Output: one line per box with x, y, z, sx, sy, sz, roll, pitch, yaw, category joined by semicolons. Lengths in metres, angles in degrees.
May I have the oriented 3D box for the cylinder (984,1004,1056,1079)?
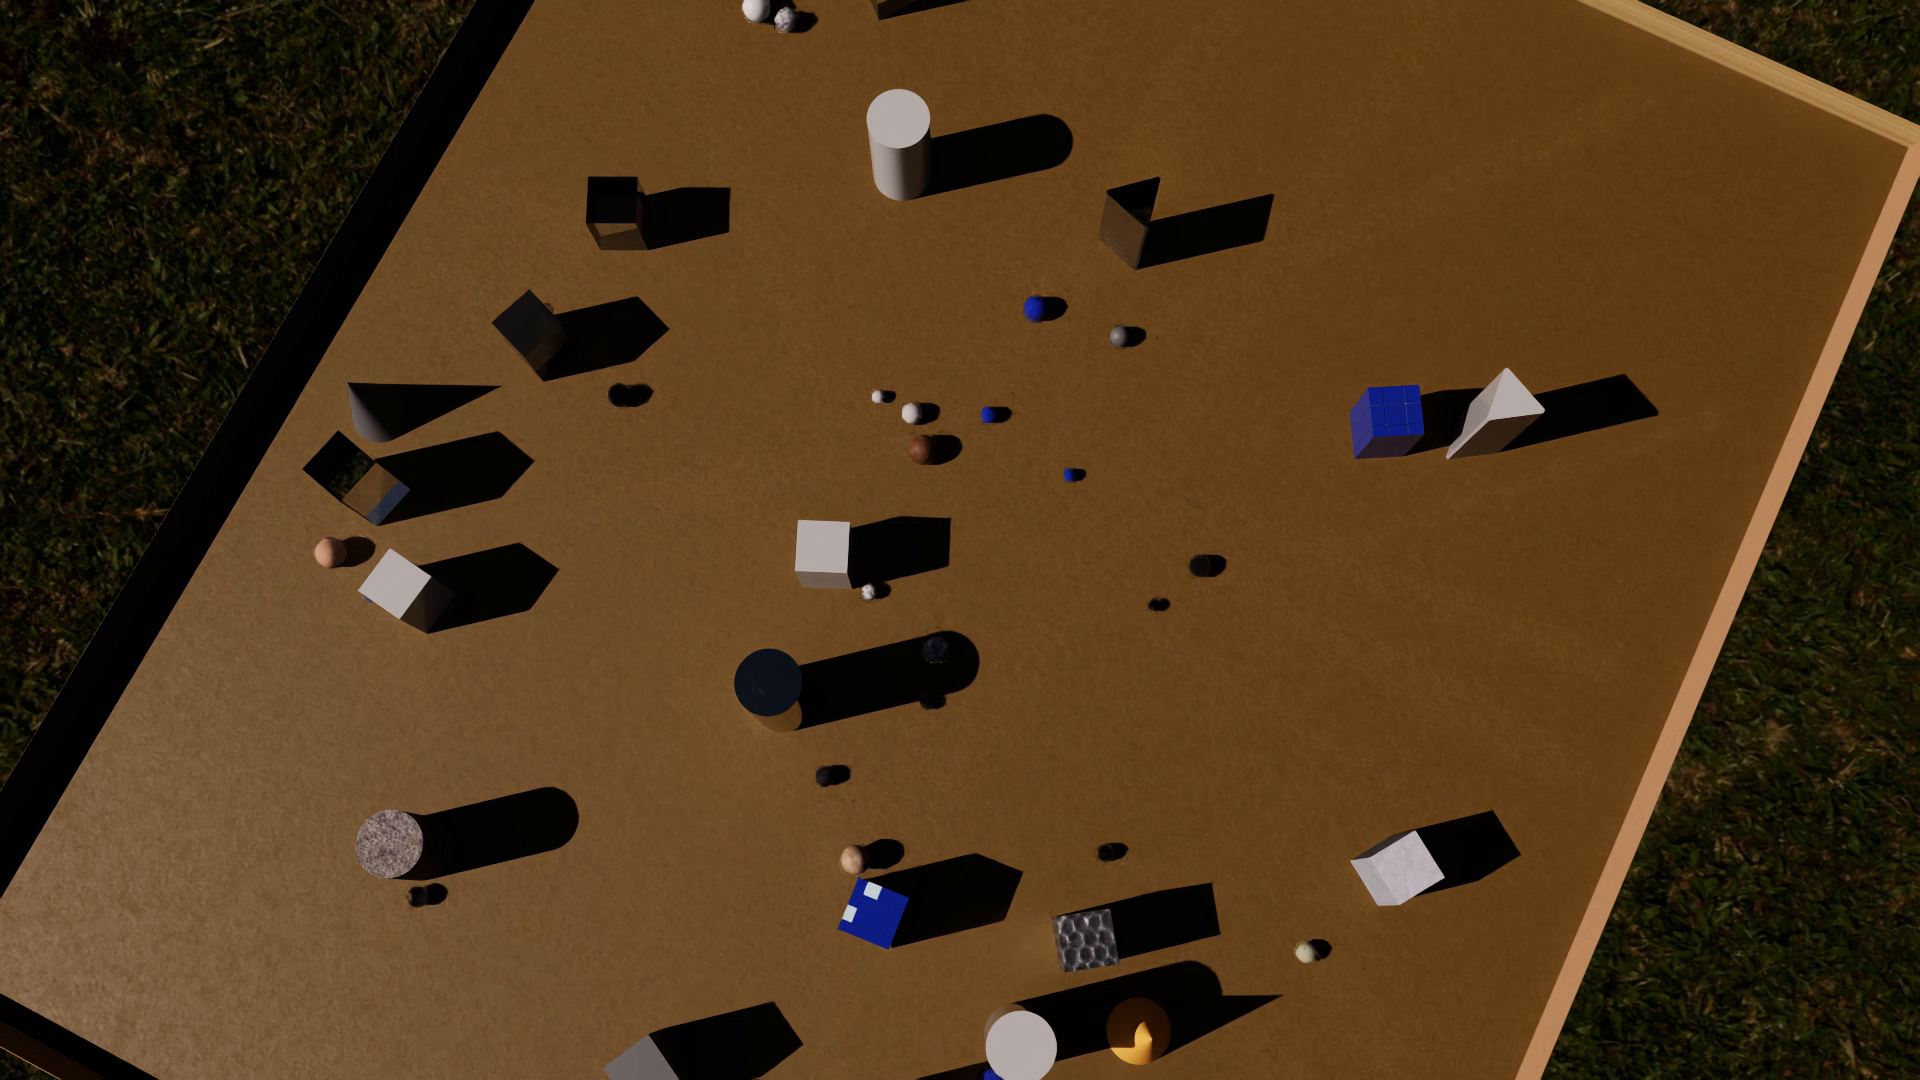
0.163;1.395;5.095;0.190;0.457;0.190;0;78;0;cylinder

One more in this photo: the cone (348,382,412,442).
-1.797;-0.428;5.535;0.190;0.333;0.190;0;78;0;cone

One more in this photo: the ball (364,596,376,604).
-1.767;0.154;5.544;0.079;0.079;0.079;0;78;0;ball

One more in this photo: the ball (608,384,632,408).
-1.053;-0.448;5.672;0.074;0.074;0.074;0;78;0;ball

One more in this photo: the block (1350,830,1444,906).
1.258;0.947;5.282;0.152;0.271;0.152;-30;80;-6;block

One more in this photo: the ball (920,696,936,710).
-0.097;0.489;5.493;0.044;0.044;0.044;0;78;0;ball

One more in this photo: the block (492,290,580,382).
-1.298;-0.624;5.617;0.152;0.253;0.152;-43;82;-8;block

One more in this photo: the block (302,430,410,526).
-1.800;-0.181;5.480;0.152;0.341;0.152;39;81;7;block

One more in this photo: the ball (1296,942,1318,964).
1.010;1.203;5.336;0.061;0.061;0.061;0;78;0;ball

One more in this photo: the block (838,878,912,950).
-0.241;1.069;5.244;0.152;0.297;0.152;21;79;4;block

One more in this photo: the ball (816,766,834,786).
-0.401;0.703;5.441;0.059;0.059;0.059;0;78;0;ball

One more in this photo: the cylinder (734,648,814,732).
-0.531;0.440;5.297;0.190;0.447;0.190;0;78;0;cylinder

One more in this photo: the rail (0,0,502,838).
-1.916;-0.931;5.745;0.045;0.123;5.069;26;80;5;rail

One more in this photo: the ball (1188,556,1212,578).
0.729;0.080;5.565;0.068;0.068;0.068;0;78;0;ball

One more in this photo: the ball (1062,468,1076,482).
0.337;-0.199;5.637;0.041;0.041;0.041;0;78;0;ball

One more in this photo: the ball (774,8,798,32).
-0.562;-1.683;5.926;0.076;0.076;0.076;0;78;0;ball

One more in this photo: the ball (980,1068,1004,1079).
0.098;1.555;5.249;0.089;0.089;0.089;0;78;0;ball

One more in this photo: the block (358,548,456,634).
-1.637;0.154;5.442;0.152;0.278;0.152;33;80;6;block

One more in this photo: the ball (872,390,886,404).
-0.252;-0.445;5.687;0.042;0.042;0.042;0;78;0;ball

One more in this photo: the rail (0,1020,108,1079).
-1.123;2.206;5.096;4.331;0.123;0.045;26;80;5;rail

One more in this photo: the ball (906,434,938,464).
-0.115;-0.278;5.626;0.095;0.095;0.095;0;78;0;ball

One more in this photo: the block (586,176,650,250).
-1.064;-1.016;5.709;0.152;0.230;0.152;0;78;0;block

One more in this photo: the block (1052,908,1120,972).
0.355;1.141;5.231;0.152;0.292;0.152;-9;78;-2;block

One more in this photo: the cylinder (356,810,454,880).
-1.591;0.880;5.267;0.190;0.328;0.190;0;78;0;cylinder

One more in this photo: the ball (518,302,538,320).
-1.352;-0.717;5.735;0.058;0.058;0.058;0;78;0;ball

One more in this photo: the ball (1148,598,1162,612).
0.590;0.198;5.555;0.040;0.040;0.040;0;78;0;ball

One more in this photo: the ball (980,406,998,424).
0.090;-0.388;5.669;0.054;0.054;0.054;0;78;0;ball

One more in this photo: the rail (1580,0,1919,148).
1.123;-2.193;6.006;4.331;0.123;0.045;26;80;5;rail

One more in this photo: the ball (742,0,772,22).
-0.657;-1.722;5.925;0.093;0.093;0.093;0;78;0;ball

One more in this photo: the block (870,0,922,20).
-0.222;-1.816;5.854;0.152;0.271;0.152;-21;79;-4;block

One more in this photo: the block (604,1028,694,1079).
-0.874;1.493;5.162;0.152;0.285;0.152;-36;81;-7;block

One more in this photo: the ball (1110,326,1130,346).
0.498;-0.635;5.714;0.067;0.067;0.067;0;78;0;ball

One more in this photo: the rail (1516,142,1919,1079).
1.916;0.944;5.357;0.045;0.123;5.069;26;80;5;rail

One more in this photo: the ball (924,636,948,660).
-0.071;0.325;5.511;0.074;0.074;0.074;0;78;0;ball

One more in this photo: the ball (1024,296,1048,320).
0.238;-0.725;5.727;0.078;0.078;0.078;0;78;0;ball

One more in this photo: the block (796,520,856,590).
-0.401;0.045;5.472;0.152;0.265;0.152;2;78;0;block

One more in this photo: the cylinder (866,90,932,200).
-0.183;-1.215;5.660;0.190;0.407;0.190;0;78;0;cylinder

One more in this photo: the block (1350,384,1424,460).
1.292;-0.355;5.554;0.152;0.266;0.152;-3;78;-1;block

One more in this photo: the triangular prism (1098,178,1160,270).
0.546;-0.995;5.637;0.164;0.364;0.142;44;82;8;triangular prism

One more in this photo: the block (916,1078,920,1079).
-0.164;1.625;5.164;0.152;0.229;0.152;-19;79;-4;block

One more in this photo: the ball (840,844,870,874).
-0.306;0.933;5.352;0.087;0.087;0.087;0;78;0;ball

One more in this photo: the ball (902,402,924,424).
-0.147;-0.391;5.663;0.067;0.067;0.067;0;78;0;ball

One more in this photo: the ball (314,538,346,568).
-1.910;0.039;5.561;0.094;0.094;0.094;0;78;0;ball

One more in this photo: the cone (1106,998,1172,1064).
0.519;1.386;5.133;0.190;0.384;0.190;0;78;0;cone

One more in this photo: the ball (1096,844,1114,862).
0.429;0.923;5.399;0.052;0.052;0.052;0;78;0;ball

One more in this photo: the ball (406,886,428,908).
-1.589;1.046;5.368;0.063;0.063;0.063;0;78;0;ball

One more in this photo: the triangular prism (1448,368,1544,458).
1.576;-0.379;5.462;0.164;0.456;0.142;-8;78;-2;triangular prism

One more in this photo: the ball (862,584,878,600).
-0.274;0.157;5.558;0.050;0.050;0.050;0;78;0;ball
